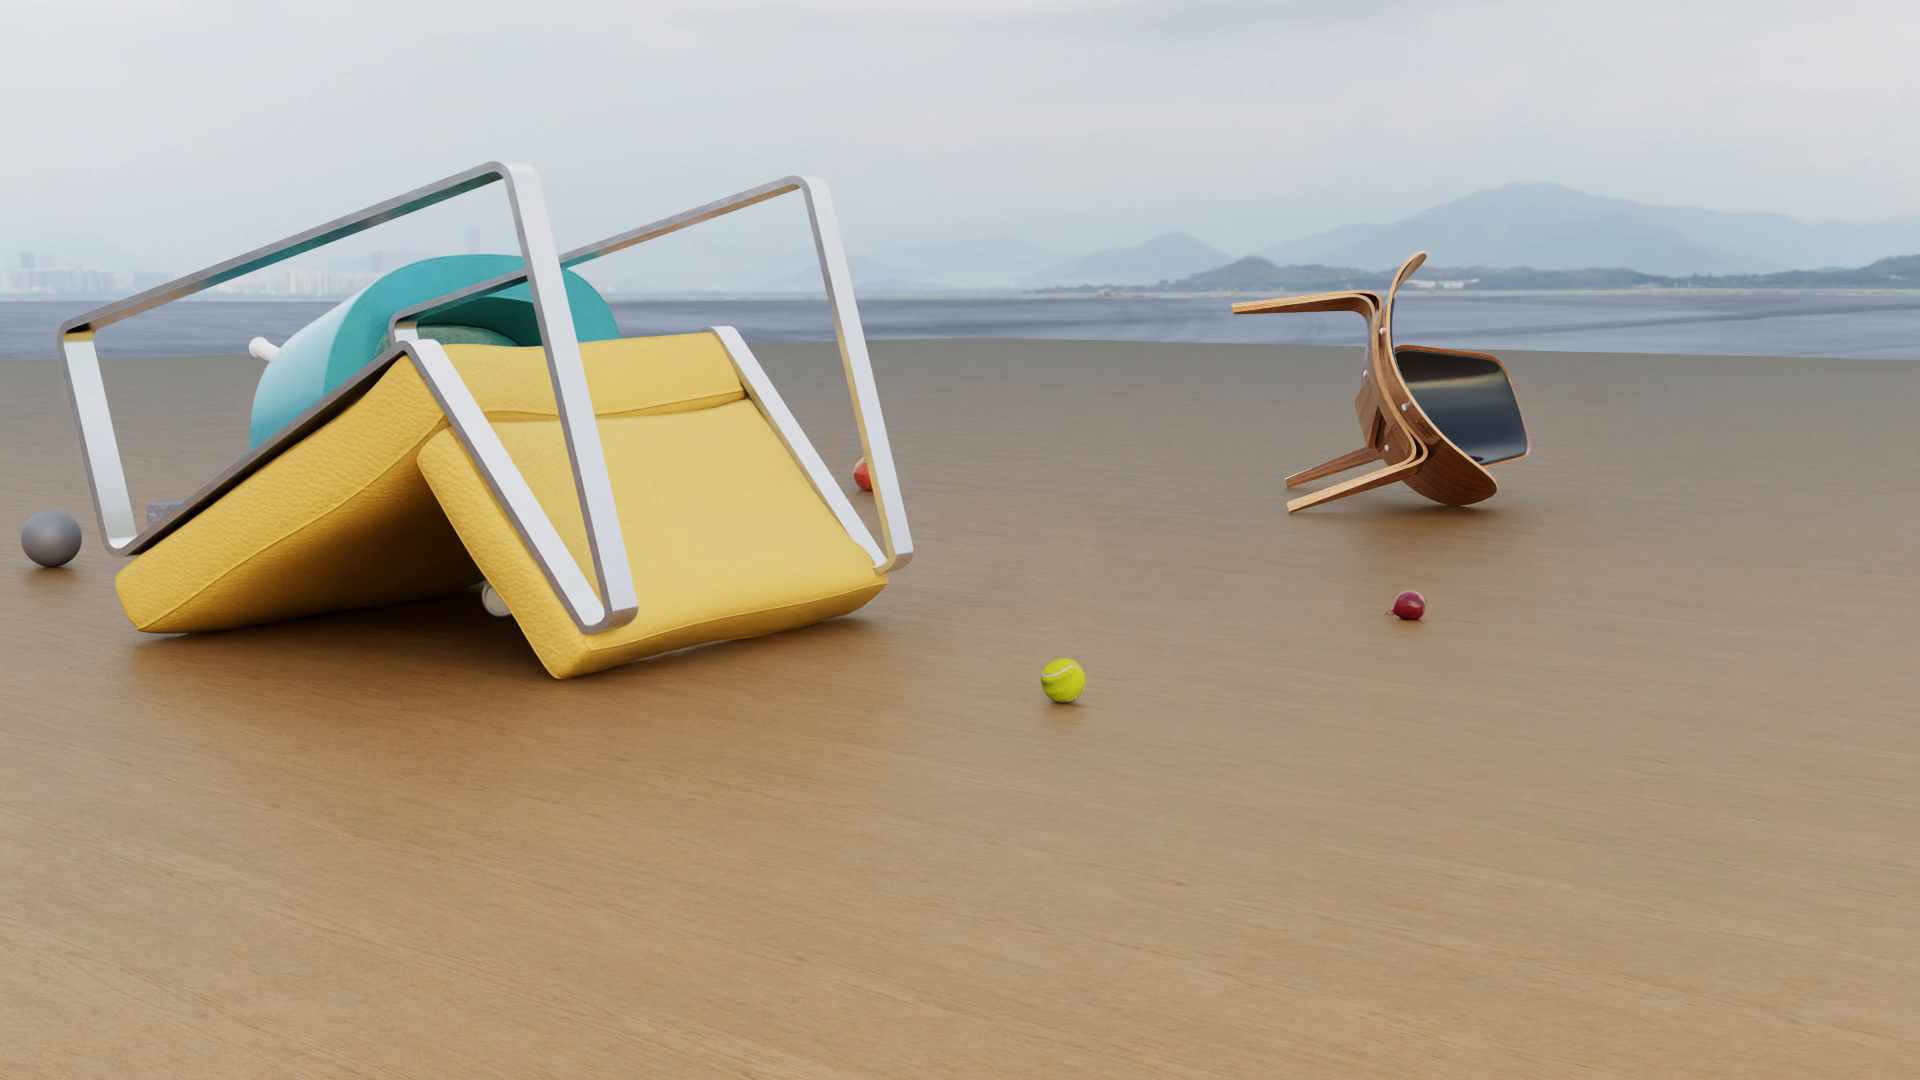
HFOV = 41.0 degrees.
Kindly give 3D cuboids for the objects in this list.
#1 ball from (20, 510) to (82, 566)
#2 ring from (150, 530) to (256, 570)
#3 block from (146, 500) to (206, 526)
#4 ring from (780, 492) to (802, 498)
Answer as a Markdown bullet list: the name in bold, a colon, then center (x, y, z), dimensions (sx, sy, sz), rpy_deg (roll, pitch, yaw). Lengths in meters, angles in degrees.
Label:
- **ball**: center (-2.059, -0.004, 5.816), dimensions (0.131, 0.131, 0.131), rpy_deg (0, 6, 0)
- **ring**: center (-1.727, 0.022, 5.855), dimensions (0.271, 0.072, 0.217), rpy_deg (4, 8, 41)
- **block**: center (-2.090, -0.072, 6.849), dimensions (0.140, 0.054, 0.123), rpy_deg (-1, 6, -11)
- **ring**: center (-0.503, -0.134, 7.632), dimensions (0.046, 0.016, 0.078), rpy_deg (4, 7, 42)
